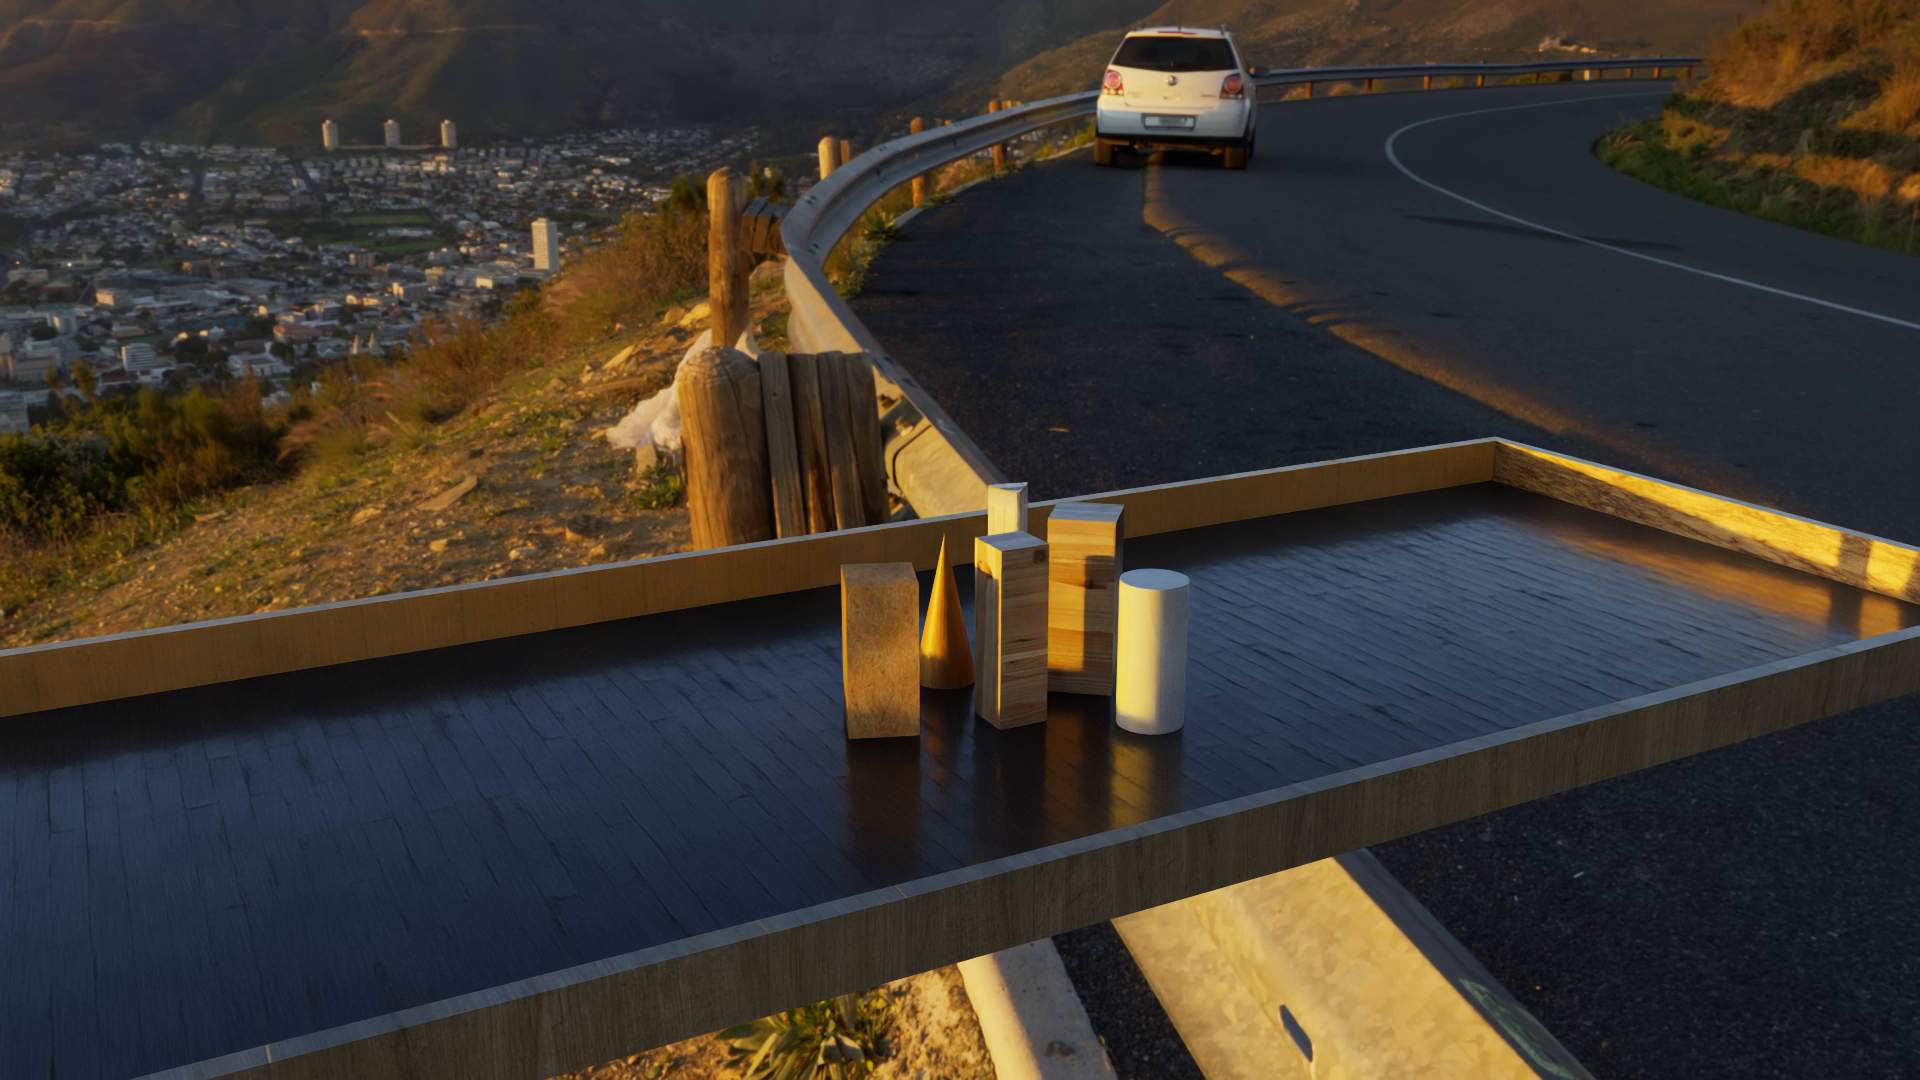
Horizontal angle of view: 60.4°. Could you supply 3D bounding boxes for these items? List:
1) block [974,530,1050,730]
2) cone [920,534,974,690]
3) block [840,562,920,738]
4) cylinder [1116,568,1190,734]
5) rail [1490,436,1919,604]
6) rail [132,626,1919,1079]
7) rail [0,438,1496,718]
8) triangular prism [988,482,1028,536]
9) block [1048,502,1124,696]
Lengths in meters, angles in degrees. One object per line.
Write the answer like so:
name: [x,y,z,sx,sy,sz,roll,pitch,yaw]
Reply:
block: [0.120,0.211,3.865,0.126,0.436,0.126,-8,18,-26]
cone: [-0.038,0.165,4.118,0.160,0.382,0.160,0,16,0]
block: [-0.185,0.255,3.833,0.165,0.370,0.165,-2,17,-7]
cylinder: [0.448,0.259,3.848,0.161,0.353,0.161,0,16,0]
rail: [2.466,-0.048,5.253,0.050,0.150,2.100,-9,18,-27]
rail: [-2.336,1.006,1.665,12.000,0.150,0.050,-9,18,-27]
rail: [-3.305,0.497,3.399,12.000,0.150,0.050,-9,18,-27]
triangular prism: [0.145,0.064,4.375,0.108,0.430,0.093,16,23,43]
block: [0.309,0.143,4.084,0.165,0.443,0.165,4,17,12]
